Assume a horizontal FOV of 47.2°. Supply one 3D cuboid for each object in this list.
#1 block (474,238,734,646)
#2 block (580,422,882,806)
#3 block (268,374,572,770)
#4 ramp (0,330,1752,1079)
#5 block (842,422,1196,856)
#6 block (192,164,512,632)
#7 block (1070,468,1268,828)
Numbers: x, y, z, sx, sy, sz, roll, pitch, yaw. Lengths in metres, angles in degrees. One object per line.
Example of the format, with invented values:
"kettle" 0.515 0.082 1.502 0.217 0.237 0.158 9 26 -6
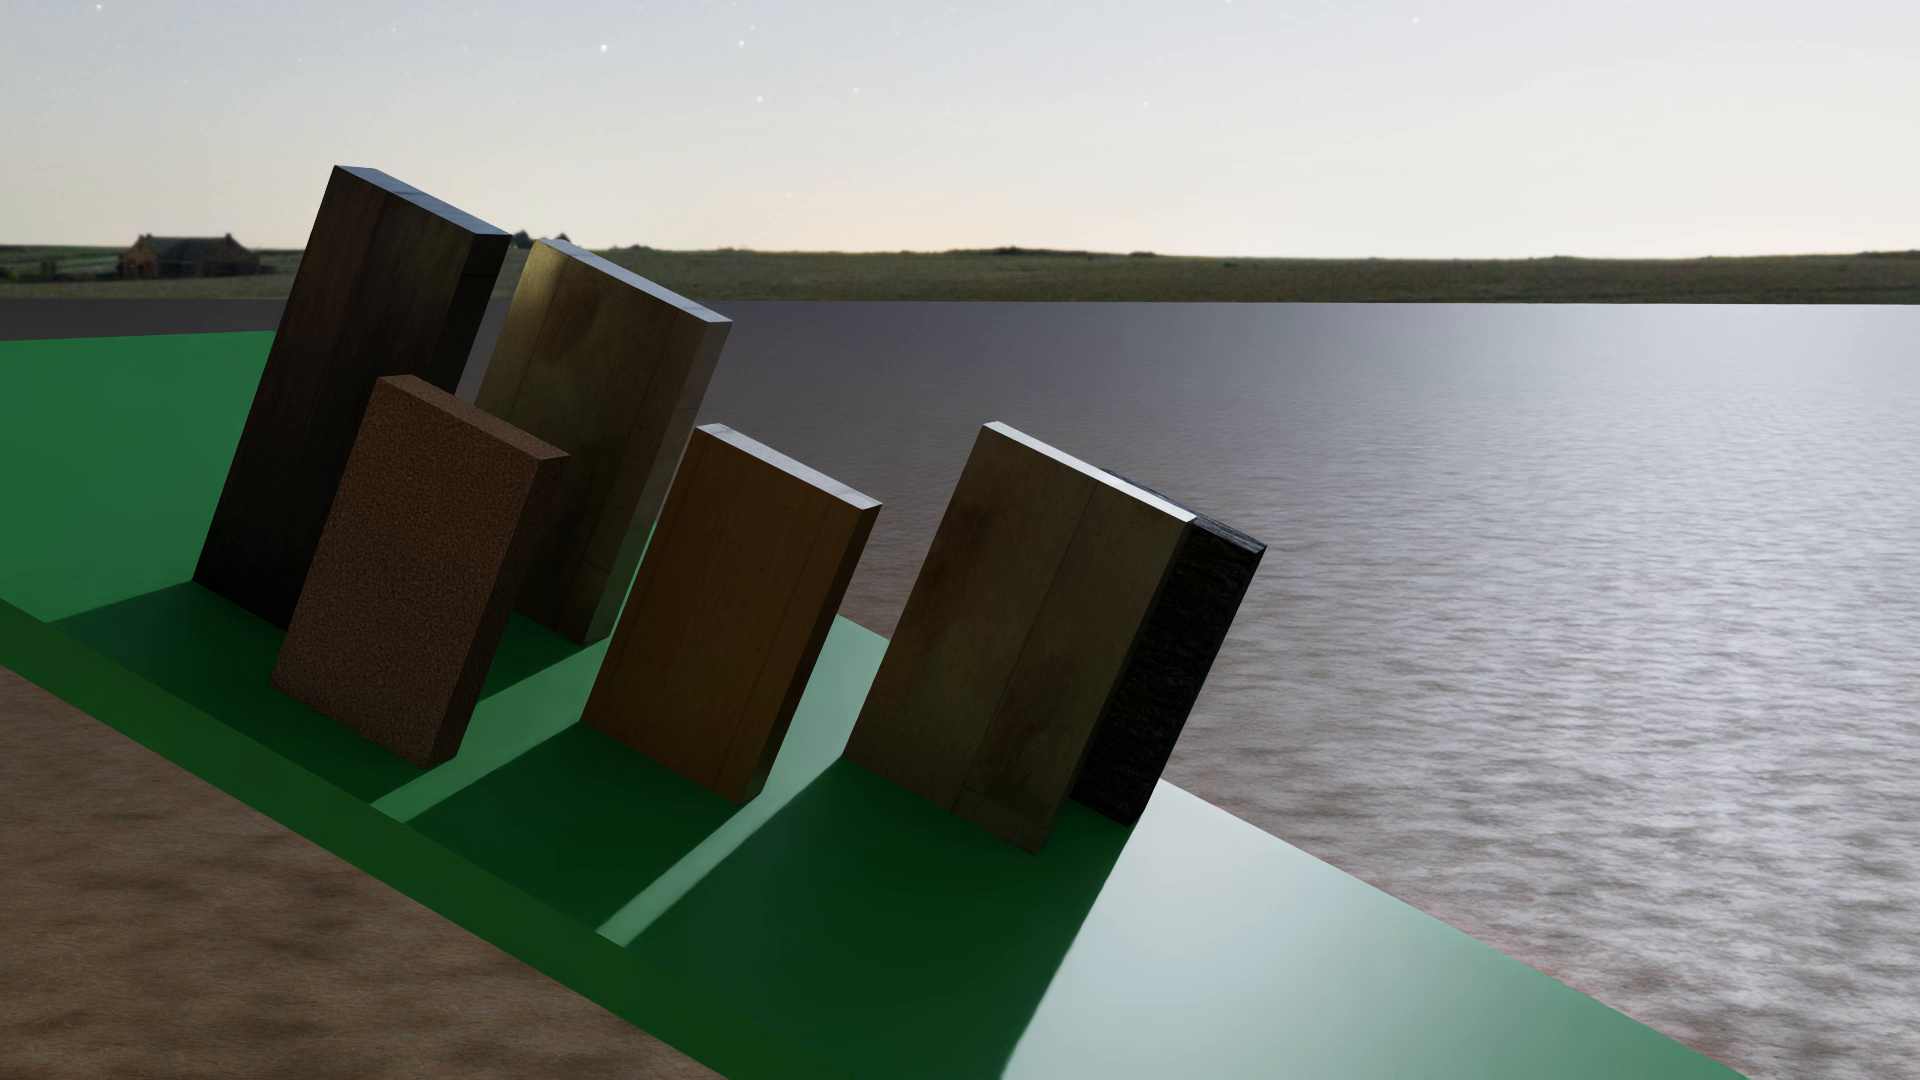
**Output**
"block" -0.762 -0.193 4.327 0.393 0.691 0.121 26 13 13
"block" -0.409 0.130 3.892 0.335 0.581 0.105 26 13 13
"block" -0.866 0.050 3.512 0.306 0.545 0.100 26 13 13
"ramp" -0.283 0.491 4.181 4.000 0.100 2.000 26 13 13
"block" 0.108 0.189 4.241 0.429 0.716 0.102 26 13 13
"block" -1.047 -0.223 3.773 0.285 0.775 0.125 26 13 13
"block" 0.330 0.224 4.642 0.384 0.642 0.150 26 13 13
